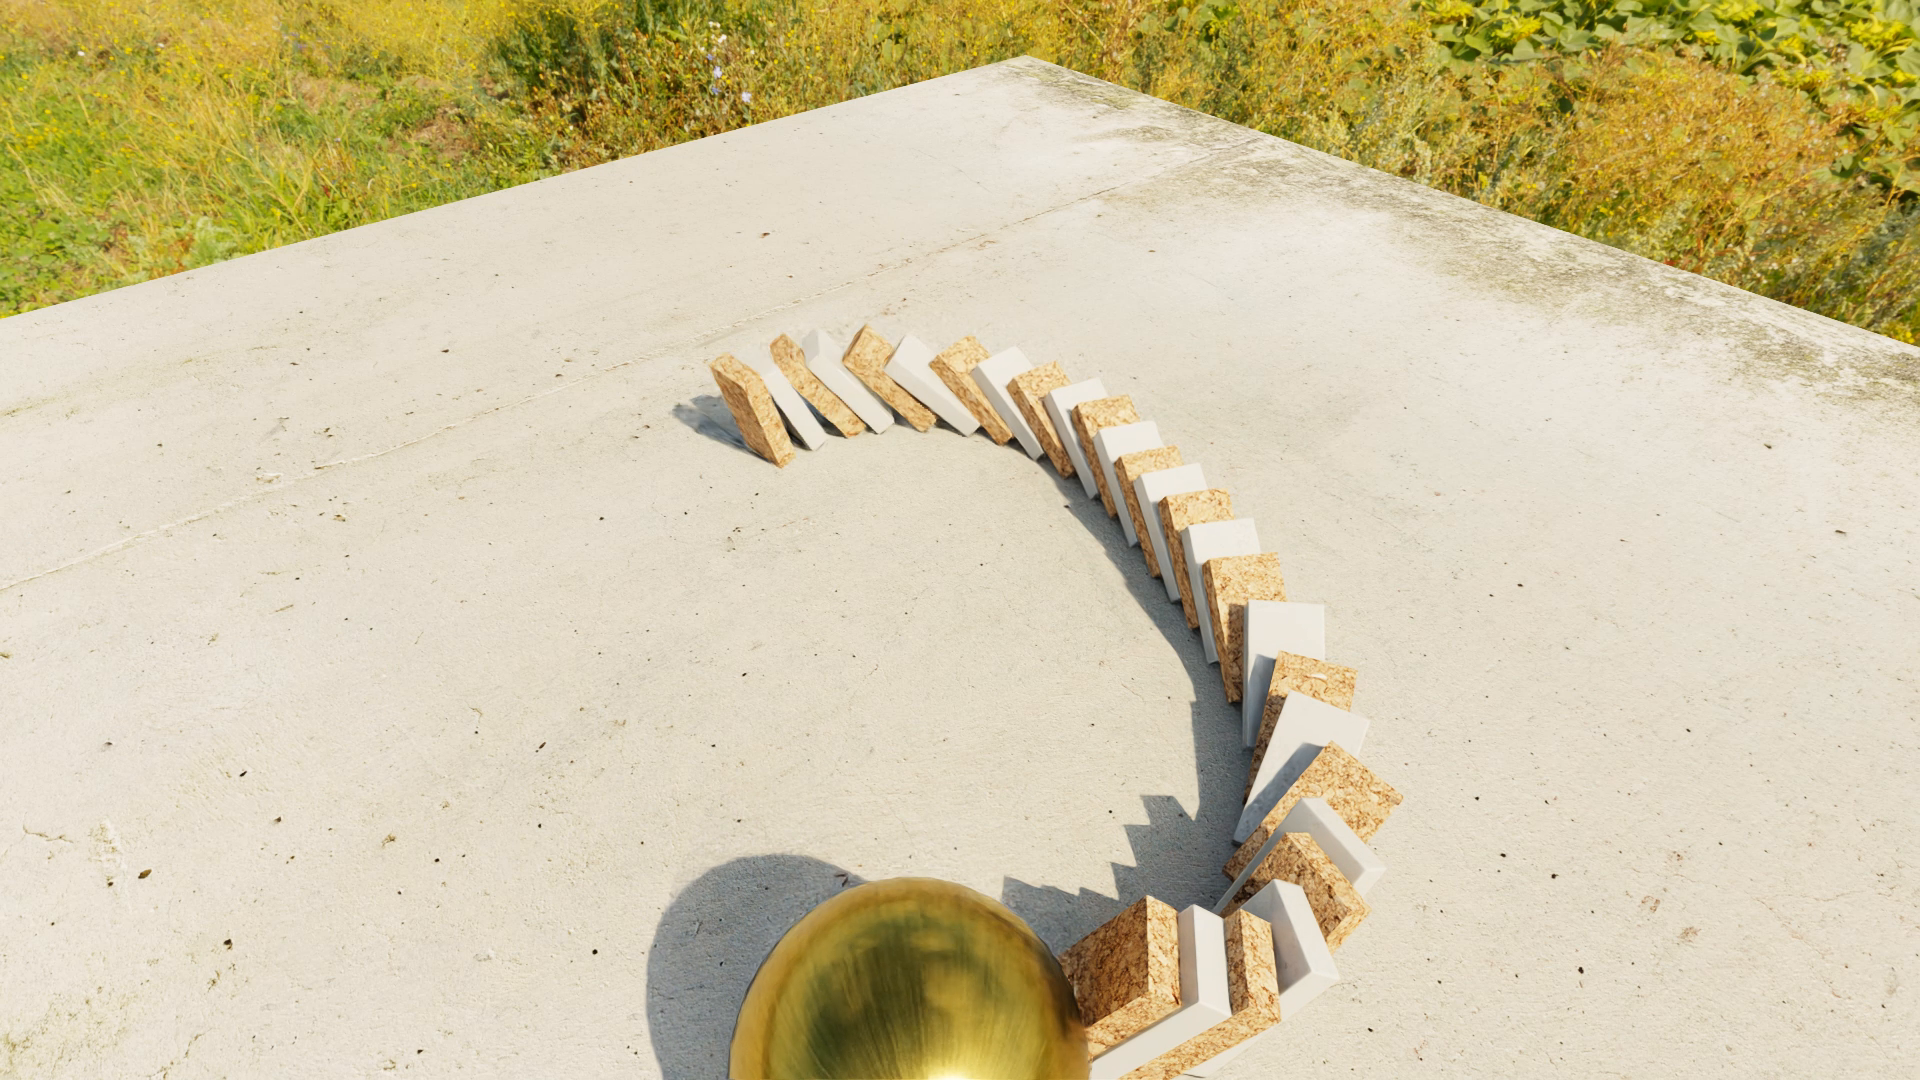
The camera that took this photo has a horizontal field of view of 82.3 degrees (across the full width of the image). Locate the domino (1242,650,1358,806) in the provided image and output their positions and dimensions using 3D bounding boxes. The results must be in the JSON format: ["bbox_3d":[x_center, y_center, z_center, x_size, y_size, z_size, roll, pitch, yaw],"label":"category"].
[{"bbox_3d":[0.108,0.063,0.349,0.025,0.009,0.050,14,69,16],"label":"domino"}]

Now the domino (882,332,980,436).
[{"bbox_3d":[-0.010,-0.072,0.509,0.050,0.009,0.025,36,38,-14],"label":"domino"}]

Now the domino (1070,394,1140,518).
[{"bbox_3d":[0.068,-0.036,0.466,0.025,0.009,0.050,-13,72,-19],"label":"domino"}]

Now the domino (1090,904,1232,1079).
[{"bbox_3d":[0.046,0.114,0.274,0.010,0.050,0.025,29,37,-15],"label":"domino"}]

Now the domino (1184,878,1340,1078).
[{"bbox_3d":[0.071,0.111,0.278,0.010,0.050,0.025,21,32,-25],"label":"domino"}]

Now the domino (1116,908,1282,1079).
[{"bbox_3d":[0.057,0.115,0.273,0.009,0.050,0.025,29,37,-15],"label":"domino"}]

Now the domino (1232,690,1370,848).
[{"bbox_3d":[0.104,0.074,0.335,0.025,0.009,0.050,21,71,18],"label":"domino"}]

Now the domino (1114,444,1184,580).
[{"bbox_3d":[0.082,-0.012,0.438,0.025,0.010,0.050,-12,72,-14],"label":"domino"}]

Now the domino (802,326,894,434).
[{"bbox_3d":[-0.051,-0.073,0.504,0.010,0.050,0.025,-36,37,17],"label":"domino"}]

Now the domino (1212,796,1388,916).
[{"bbox_3d":[0.089,0.096,0.296,0.009,0.050,0.025,11,28,-38],"label":"domino"}]

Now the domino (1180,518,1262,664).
[{"bbox_3d":[0.098,0.018,0.399,0.025,0.010,0.050,-7,75,-8],"label":"domino"}]

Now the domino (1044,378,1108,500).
[{"bbox_3d":[0.059,-0.044,0.478,0.025,0.010,0.050,-18,74,-20],"label":"domino"}]

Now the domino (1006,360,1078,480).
[{"bbox_3d":[0.045,-0.054,0.489,0.025,0.010,0.050,-25,77,-27],"label":"domino"}]

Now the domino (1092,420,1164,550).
[{"bbox_3d":[0.075,-0.023,0.452,0.025,0.009,0.050,-12,72,-16],"label":"domino"}]

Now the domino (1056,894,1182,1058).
[{"bbox_3d":[0.035,0.113,0.276,0.009,0.050,0.025,29,37,-15],"label":"domino"}]

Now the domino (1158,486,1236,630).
[{"bbox_3d":[0.093,0.007,0.413,0.025,0.009,0.050,-8,76,-13],"label":"domino"}]

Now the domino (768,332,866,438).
[{"bbox_3d":[-0.065,-0.070,0.500,0.010,0.050,0.025,-38,41,11],"label":"domino"}]

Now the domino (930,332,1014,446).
[{"bbox_3d":[0.012,-0.070,0.508,0.050,0.009,0.025,49,52,2],"label":"domino"}]

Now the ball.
[{"bbox_3d":[-0.011,0.117,0.245,0.080,0.080,0.080,0,39,0],"label":"ball"}]

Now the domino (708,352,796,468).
[{"bbox_3d":[-0.090,-0.056,0.479,0.025,0.050,0.010,33,65,33],"label":"domino"}]

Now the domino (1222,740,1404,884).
[{"bbox_3d":[0.102,0.086,0.319,0.025,0.009,0.050,40,78,23],"label":"domino"}]

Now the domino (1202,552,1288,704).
[{"bbox_3d":[0.103,0.031,0.385,0.025,0.009,0.050,-5,73,-6],"label":"domino"}]

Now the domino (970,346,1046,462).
[{"bbox_3d":[0.030,-0.062,0.500,0.025,0.009,0.050,-31,81,-32],"label":"domino"}]

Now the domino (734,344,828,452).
[{"bbox_3d":[-0.079,-0.063,0.489,0.009,0.050,0.025,-44,52,-9],"label":"domino"}]

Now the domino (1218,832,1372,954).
[{"bbox_3d":[0.081,0.103,0.287,0.010,0.050,0.025,12,29,-37],"label":"domino"}]

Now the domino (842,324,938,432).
[{"bbox_3d":[-0.030,-0.075,0.510,0.050,0.009,0.025,40,36,-20],"label":"domino"}]

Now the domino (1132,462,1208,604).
[{"bbox_3d":[0.087,-0.003,0.425,0.025,0.009,0.050,-12,77,-14],"label":"domino"}]

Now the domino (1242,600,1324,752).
[{"bbox_3d":[0.108,0.046,0.368,0.025,0.009,0.050,4,70,5],"label":"domino"}]
